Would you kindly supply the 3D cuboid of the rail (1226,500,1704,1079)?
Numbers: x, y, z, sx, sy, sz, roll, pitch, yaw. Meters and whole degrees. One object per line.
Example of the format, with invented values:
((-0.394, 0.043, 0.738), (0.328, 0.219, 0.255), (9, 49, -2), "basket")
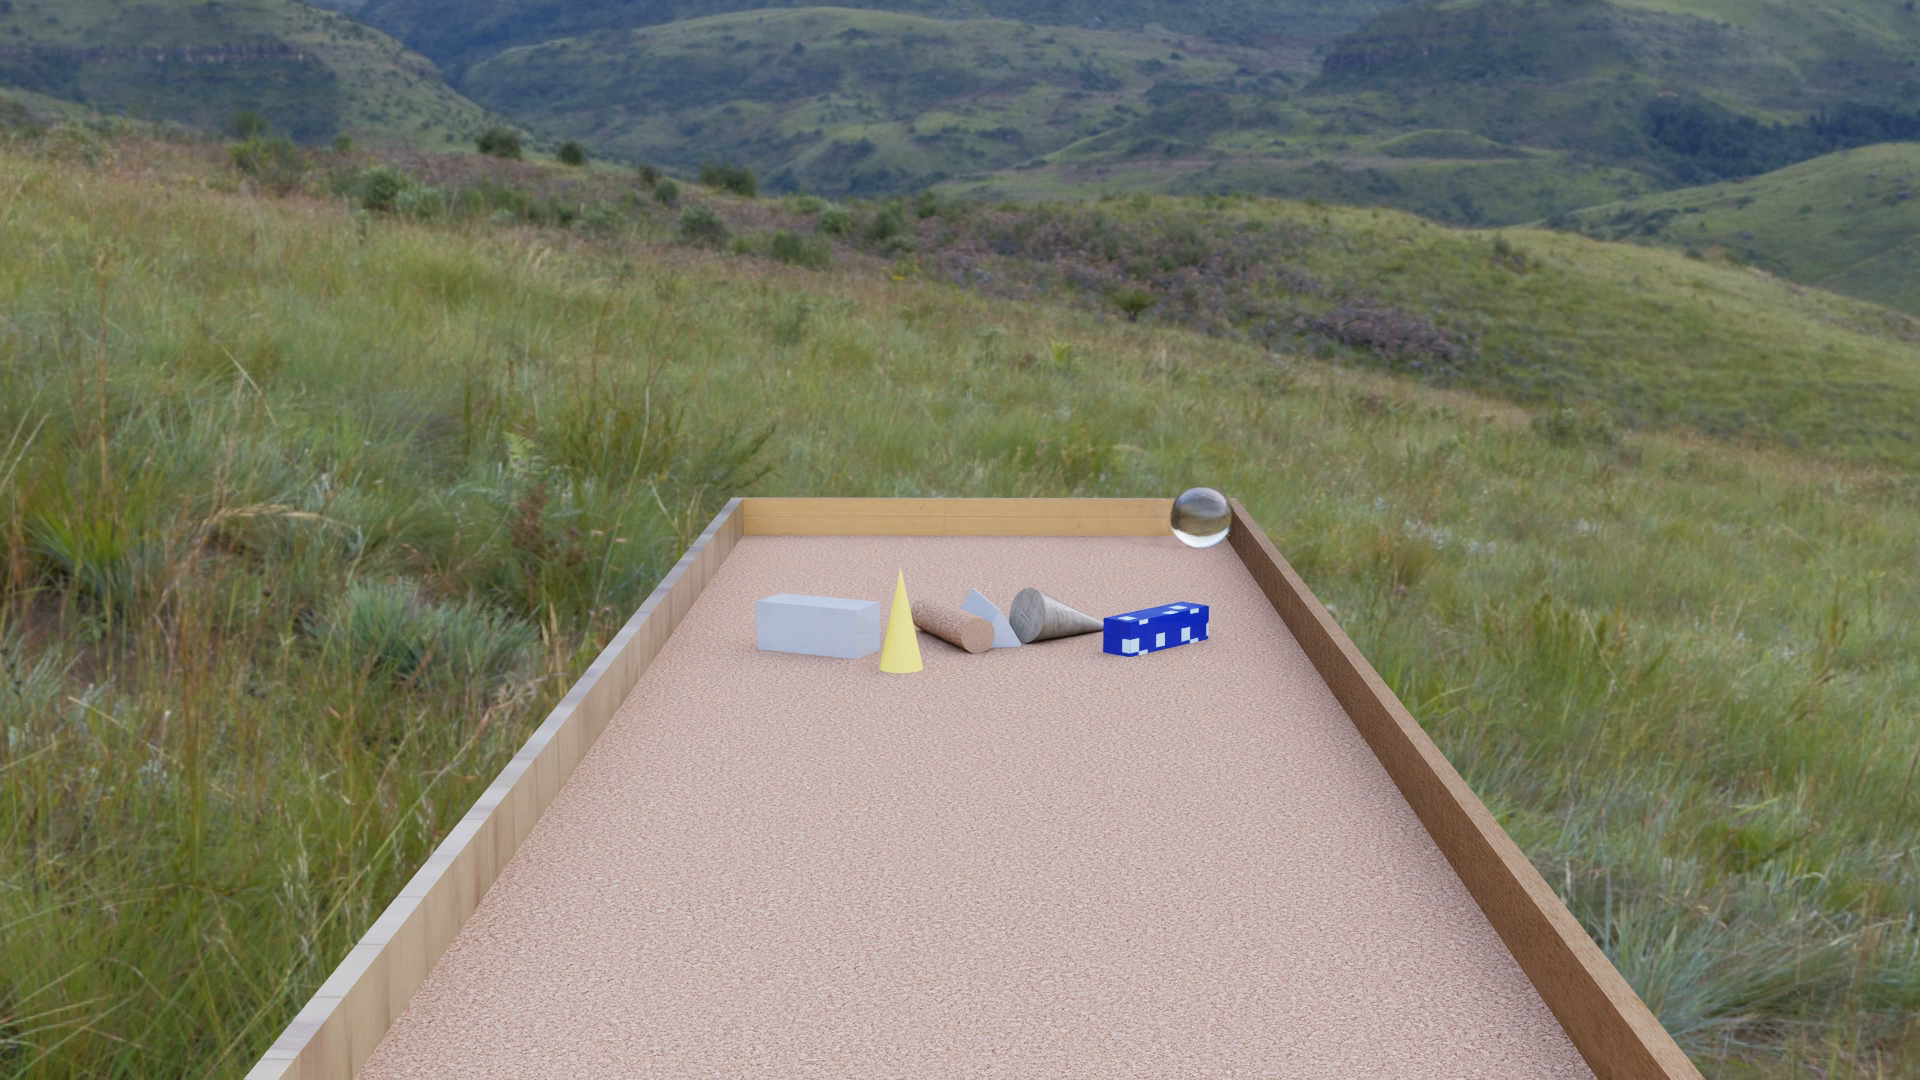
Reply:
((1.046, 0.843, 3.208), (0.050, 0.150, 12.000), (0, 9, 1), "rail")

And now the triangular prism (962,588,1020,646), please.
((0.086, 0.245, 7.080), (0.130, 0.113, 0.413), (-2, 9, -11), "triangular prism")

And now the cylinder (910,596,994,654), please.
((-0.027, 0.266, 6.973), (0.113, 0.113, 0.410), (-4, 10, -24), "cylinder")

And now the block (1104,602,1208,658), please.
((0.618, 0.278, 6.907), (0.108, 0.108, 0.387), (9, 13, 44), "block")

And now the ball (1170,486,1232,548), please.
((0.964, -0.091, 8.797), (0.247, 0.247, 0.247), (0, 9, 0), "ball")

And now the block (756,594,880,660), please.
((-0.441, 0.266, 6.844), (0.351, 0.152, 0.152), (4, 10, 25), "block")

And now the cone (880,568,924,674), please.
((-0.176, 0.233, 6.560), (0.133, 0.307, 0.133), (0, 9, 0), "cone")

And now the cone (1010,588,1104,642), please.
((0.359, 0.264, 7.070), (0.377, 0.176, 0.176), (10, 1, -37), "cone")

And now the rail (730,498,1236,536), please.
((0.099, -0.098, 9.147), (2.100, 0.150, 0.050), (0, 9, 1), "rail")

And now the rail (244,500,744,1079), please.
((-1.004, 0.839, 3.234), (0.050, 0.150, 12.000), (0, 9, 1), "rail")
